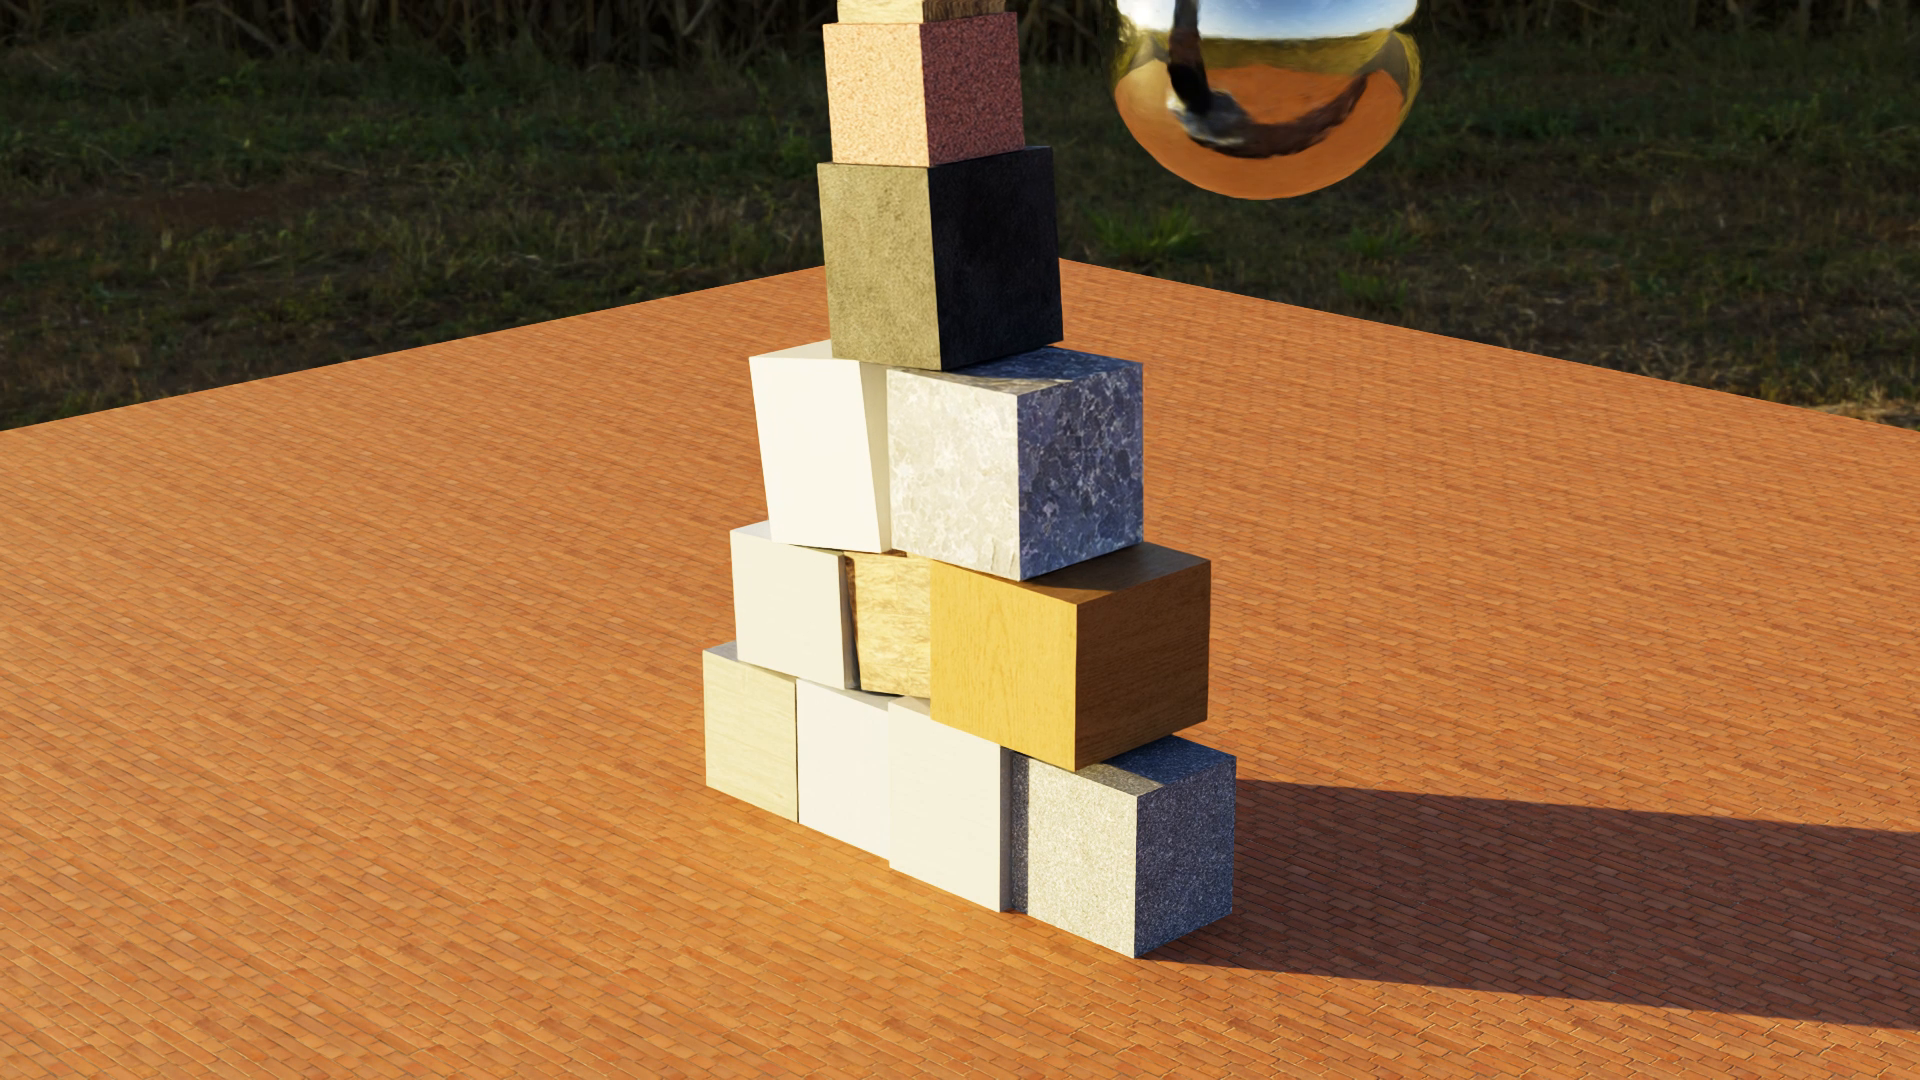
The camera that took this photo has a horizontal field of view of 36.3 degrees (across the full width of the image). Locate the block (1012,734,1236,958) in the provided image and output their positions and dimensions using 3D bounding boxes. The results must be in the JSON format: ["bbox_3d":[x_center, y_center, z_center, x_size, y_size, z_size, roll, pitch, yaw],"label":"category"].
[{"bbox_3d":[0.722,1.297,12.969,0.657,0.749,0.727,-17,24,-42],"label":"block"}]

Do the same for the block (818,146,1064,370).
[{"bbox_3d":[-0.082,-1.278,13.047,0.775,0.871,0.697,-17,19,-42],"label":"block"}]

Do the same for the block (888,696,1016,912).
[{"bbox_3d":[0.207,1.113,13.447,0.798,0.813,0.707,-17,24,-42],"label":"block"}]

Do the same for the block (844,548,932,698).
[{"bbox_3d":[-0.080,0.314,13.518,0.582,0.682,0.605,-16,14,-42],"label":"block"}]

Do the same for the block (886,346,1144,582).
[{"bbox_3d":[0.248,-0.370,12.938,0.787,0.813,0.800,14,22,43],"label":"block"}]

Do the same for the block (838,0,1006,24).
[{"bbox_3d":[-0.186,-2.568,12.714,0.522,0.600,0.506,9,19,44],"label":"block"}]

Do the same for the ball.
[{"bbox_3d":[1.467,-2.440,14.112,1.600,1.600,1.600,0,17,0],"label":"ball"}]

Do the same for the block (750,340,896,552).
[{"bbox_3d":[-0.394,-0.474,13.636,0.760,0.878,0.759,-16,15,-42],"label":"block"}]

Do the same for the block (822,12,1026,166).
[{"bbox_3d":[-0.156,-1.984,12.851,0.596,0.600,0.601,9,19,44],"label":"block"}]

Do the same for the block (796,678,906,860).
[{"bbox_3d":[-0.267,0.996,13.951,0.749,0.734,0.671,-17,24,-42],"label":"block"}]

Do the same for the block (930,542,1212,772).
[{"bbox_3d":[0.486,0.444,12.967,0.871,0.750,0.877,-17,24,-42],"label":"block"}]

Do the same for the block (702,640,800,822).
[{"bbox_3d":[-0.747,0.864,14.413,0.761,0.709,0.666,-17,24,-42],"label":"block"}]

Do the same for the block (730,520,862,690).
[{"bbox_3d":[-0.573,0.253,14.033,0.689,0.645,0.756,-17,21,-42],"label":"block"}]
